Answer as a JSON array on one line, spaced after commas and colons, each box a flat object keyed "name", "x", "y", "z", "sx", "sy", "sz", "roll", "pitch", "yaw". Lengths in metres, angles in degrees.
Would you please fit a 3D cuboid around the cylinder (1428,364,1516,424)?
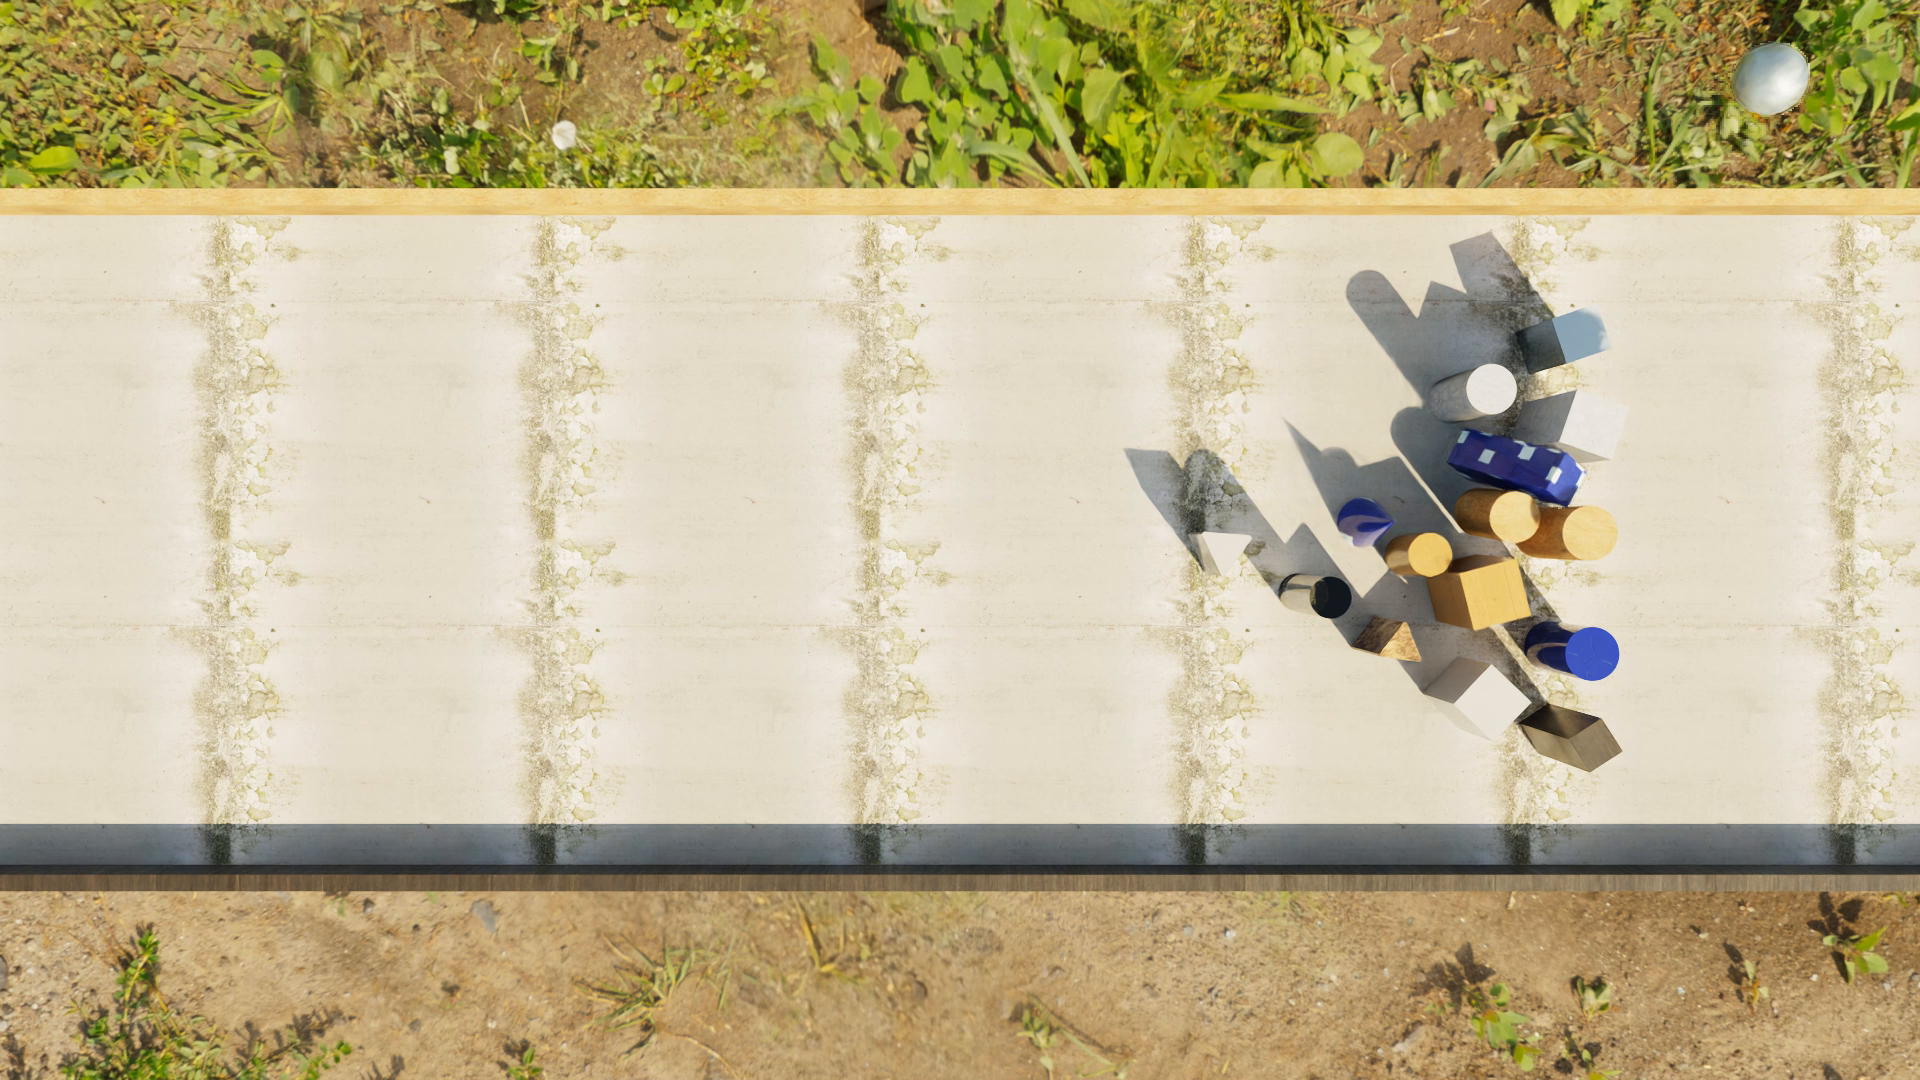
[{"name": "cylinder", "x": 1.510, "y": -0.429, "z": 4.881, "sx": 0.143, "sy": 0.390, "sz": 0.143, "roll": 0, "pitch": 90, "yaw": 0}]

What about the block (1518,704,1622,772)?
[{"name": "block", "x": 1.796, "y": 0.580, "z": 4.867, "sx": 0.112, "sy": 0.419, "sz": 0.112, "roll": -33, "pitch": 90, "yaw": 0}]

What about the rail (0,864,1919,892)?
[{"name": "rail", "x": -2.247, "y": 1.025, "z": 5.001, "sx": 12.000, "sy": 0.150, "sz": 0.050, "roll": 0, "pitch": 90, "yaw": 0}]

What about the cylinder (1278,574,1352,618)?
[{"name": "cylinder", "x": 1.040, "y": 0.162, "z": 4.852, "sx": 0.119, "sy": 0.450, "sz": 0.119, "roll": 0, "pitch": 90, "yaw": 0}]

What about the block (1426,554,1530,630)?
[{"name": "block", "x": 1.528, "y": 0.151, "z": 4.892, "sx": 0.168, "sy": 0.364, "sz": 0.168, "roll": -15, "pitch": 91, "yaw": 0}]

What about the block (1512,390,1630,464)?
[{"name": "block", "x": 1.782, "y": -0.324, "z": 4.855, "sx": 0.155, "sy": 0.443, "sz": 0.155, "roll": 19, "pitch": 90, "yaw": 0}]

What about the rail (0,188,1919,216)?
[{"name": "rail", "x": -2.247, "y": -1.025, "z": 5.002, "sx": 12.000, "sy": 0.150, "sz": 0.050, "roll": 0, "pitch": 90, "yaw": 0}]

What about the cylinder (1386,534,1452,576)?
[{"name": "cylinder", "x": 1.364, "y": 0.045, "z": 4.915, "sx": 0.125, "sy": 0.317, "sz": 0.125, "roll": 0, "pitch": 89, "yaw": 3}]

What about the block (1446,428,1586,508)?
[{"name": "block", "x": 1.643, "y": -0.217, "z": 4.884, "sx": 0.121, "sy": 0.377, "sz": 0.121, "roll": 32, "pitch": 87, "yaw": -35}]

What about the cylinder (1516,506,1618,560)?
[{"name": "cylinder", "x": 1.782, "y": -0.021, "z": 4.873, "sx": 0.157, "sy": 0.406, "sz": 0.157, "roll": 0, "pitch": 91, "yaw": -1}]

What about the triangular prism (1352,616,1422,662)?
[{"name": "triangular prism", "x": 1.271, "y": 0.288, "z": 4.905, "sx": 0.121, "sy": 0.343, "sz": 0.105, "roll": 8, "pitch": 90, "yaw": 0}]

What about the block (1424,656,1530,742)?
[{"name": "block", "x": 1.535, "y": 0.470, "z": 4.916, "sx": 0.159, "sy": 0.321, "sz": 0.159, "roll": 44, "pitch": 90, "yaw": 0}]

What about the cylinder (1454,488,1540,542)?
[{"name": "cylinder", "x": 1.598, "y": -0.076, "z": 4.916, "sx": 0.148, "sy": 0.310, "sz": 0.148, "roll": 0, "pitch": 94, "yaw": -2}]

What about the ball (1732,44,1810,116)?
[{"name": "ball", "x": 2.210, "y": -1.256, "z": 4.497, "sx": 0.188, "sy": 0.188, "sz": 0.188, "roll": 0, "pitch": 90, "yaw": 0}]

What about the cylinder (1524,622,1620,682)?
[{"name": "cylinder", "x": 1.815, "y": 0.327, "z": 4.905, "sx": 0.156, "sy": 0.343, "sz": 0.156, "roll": 0, "pitch": 90, "yaw": 0}]

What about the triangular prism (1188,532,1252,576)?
[{"name": "triangular prism", "x": 0.752, "y": 0.014, "z": 4.923, "sx": 0.122, "sy": 0.307, "sz": 0.141, "roll": 35, "pitch": 90, "yaw": 0}]

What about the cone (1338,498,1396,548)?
[{"name": "cone", "x": 1.238, "y": -0.053, "z": 4.879, "sx": 0.155, "sy": 0.394, "sz": 0.155, "roll": 0, "pitch": 90, "yaw": 0}]

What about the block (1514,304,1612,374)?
[{"name": "block", "x": 1.795, "y": -0.596, "z": 4.918, "sx": 0.137, "sy": 0.316, "sz": 0.137, "roll": -19, "pitch": 90, "yaw": 0}]
